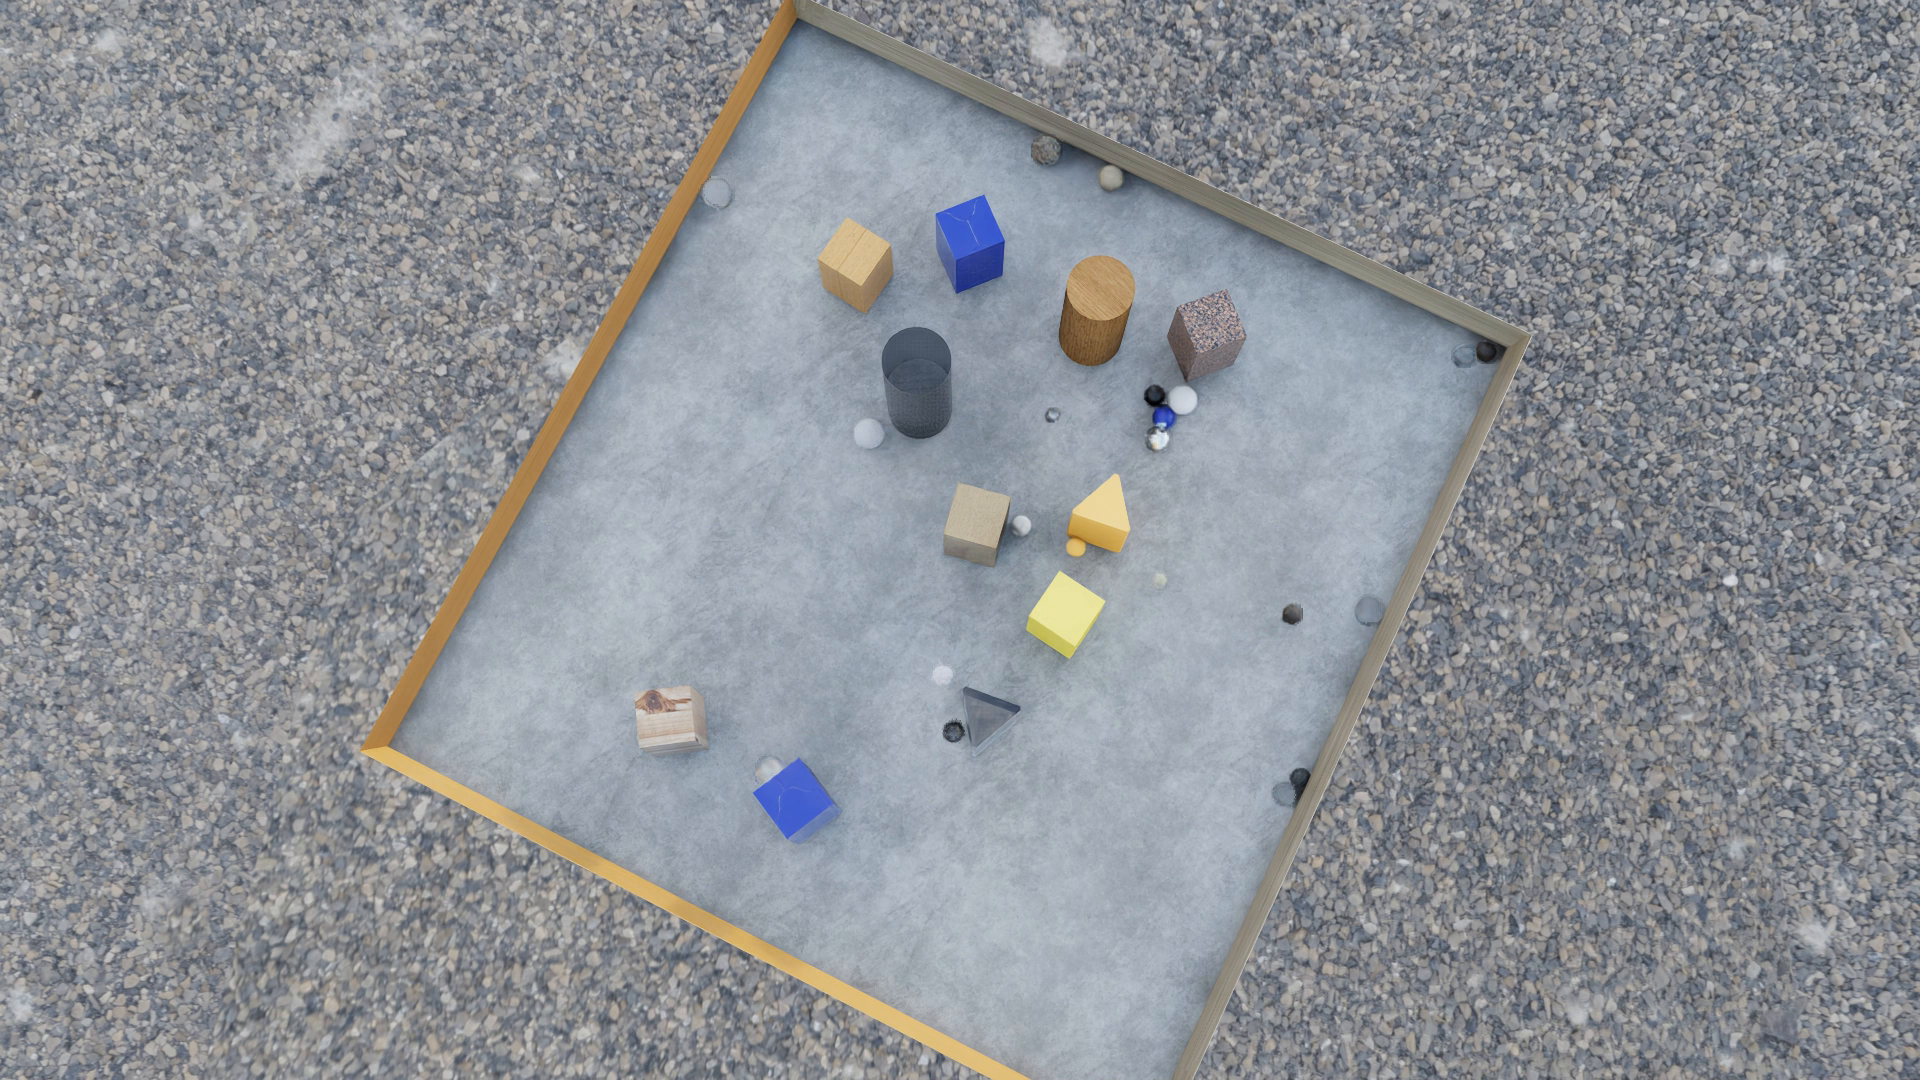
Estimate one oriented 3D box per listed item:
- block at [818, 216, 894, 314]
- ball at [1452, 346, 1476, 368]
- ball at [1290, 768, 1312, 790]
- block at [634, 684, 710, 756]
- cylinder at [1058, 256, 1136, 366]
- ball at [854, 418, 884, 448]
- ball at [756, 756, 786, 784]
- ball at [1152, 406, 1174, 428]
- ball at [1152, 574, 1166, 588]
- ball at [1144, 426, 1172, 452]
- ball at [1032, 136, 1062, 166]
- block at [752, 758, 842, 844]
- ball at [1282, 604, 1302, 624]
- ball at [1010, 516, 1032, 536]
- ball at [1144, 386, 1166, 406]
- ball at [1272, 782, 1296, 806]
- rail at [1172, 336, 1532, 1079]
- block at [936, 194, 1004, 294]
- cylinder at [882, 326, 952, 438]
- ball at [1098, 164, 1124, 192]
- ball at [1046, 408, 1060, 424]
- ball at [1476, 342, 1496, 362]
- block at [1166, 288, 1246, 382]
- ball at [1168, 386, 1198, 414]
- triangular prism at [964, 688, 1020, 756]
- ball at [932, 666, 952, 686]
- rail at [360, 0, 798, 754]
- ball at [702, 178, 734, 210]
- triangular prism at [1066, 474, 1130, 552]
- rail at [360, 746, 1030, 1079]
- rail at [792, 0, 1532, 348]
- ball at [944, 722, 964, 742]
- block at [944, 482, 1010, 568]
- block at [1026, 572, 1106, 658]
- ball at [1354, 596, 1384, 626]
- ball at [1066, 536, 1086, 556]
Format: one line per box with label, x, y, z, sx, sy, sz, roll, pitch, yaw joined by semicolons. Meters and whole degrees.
block;-0.320;-0.845;5.659;0.160;0.260;0.160;33;80;6
ball;1.567;-0.572;5.700;0.069;0.069;0.069;0;78;0
ball;1.011;0.708;5.437;0.064;0.064;0.064;0;78;0
block;-0.840;0.531;5.356;0.160;0.294;0.160;-7;78;-2
cylinder;0.409;-0.686;5.532;0.199;0.444;0.199;0;78;0
ball;-0.280;-0.327;5.637;0.093;0.093;0.093;0;78;0
ball;-0.558;0.688;5.426;0.095;0.095;0.095;0;78;0
ball;0.629;-0.379;5.660;0.069;0.069;0.069;0;78;0
ball;0.604;0.126;5.568;0.043;0.043;0.043;0;78;0
ball;0.609;-0.309;5.639;0.082;0.082;0.082;0;78;0
ball;0.277;-1.238;5.824;0.095;0.095;0.095;0;78;0
block;-0.462;0.754;5.259;0.160;0.395;0.160;-37;81;-7
ball;1.002;0.225;5.540;0.058;0.058;0.058;0;78;0
ball;0.185;-0.042;5.593;0.063;0.063;0.063;0;78;0
ball;0.604;-0.447;5.676;0.066;0.066;0.066;0;78;0
ball;0.961;0.753;5.426;0.068;0.068;0.068;0;78;0
rail;1.129;0.560;5.434;0.045;0.130;2.711;26;80;5
block;0.030;-0.909;5.651;0.160;0.302;0.160;-22;79;-5
cylinder;-0.124;-0.461;5.459;0.199;0.496;0.199;0;78;0
ball;0.479;-1.147;5.812;0.083;0.083;0.083;0;78;0
ball;0.286;-0.384;5.673;0.045;0.045;0.045;0;78;0
ball;1.639;-0.585;5.707;0.061;0.061;0.061;0;78;0
block;0.751;-0.622;5.597;0.160;0.290;0.160;-20;79;-4
ball;0.687;-0.433;5.660;0.090;0.090;0.090;0;78;0
triangular prism;0.059;0.506;5.355;0.173;0.307;0.150;-39;81;-7
ball;-0.053;0.406;5.501;0.061;0.061;0.061;0;78;0
rail;-1.129;-0.546;5.662;0.045;0.130;2.711;26;80;5
ball;-0.768;-1.095;5.792;0.100;0.100;0.100;0;78;0
triangular prism;0.433;-0.091;5.475;0.173;0.315;0.150;19;79;4
rail;-0.596;1.173;5.307;2.572;0.130;0.045;26;80;5
rail;0.596;-1.159;5.789;2.572;0.130;0.045;26;80;5
ball;-0.019;0.573;5.465;0.064;0.064;0.064;0;78;0
block;0.050;-0.041;5.471;0.160;0.302;0.160;16;79;3
block;0.311;0.225;5.435;0.160;0.265;0.160;34;80;7
ball;1.234;0.215;5.528;0.087;0.087;0.087;0;78;0
ball;0.352;0.021;5.582;0.060;0.060;0.060;0;78;0
